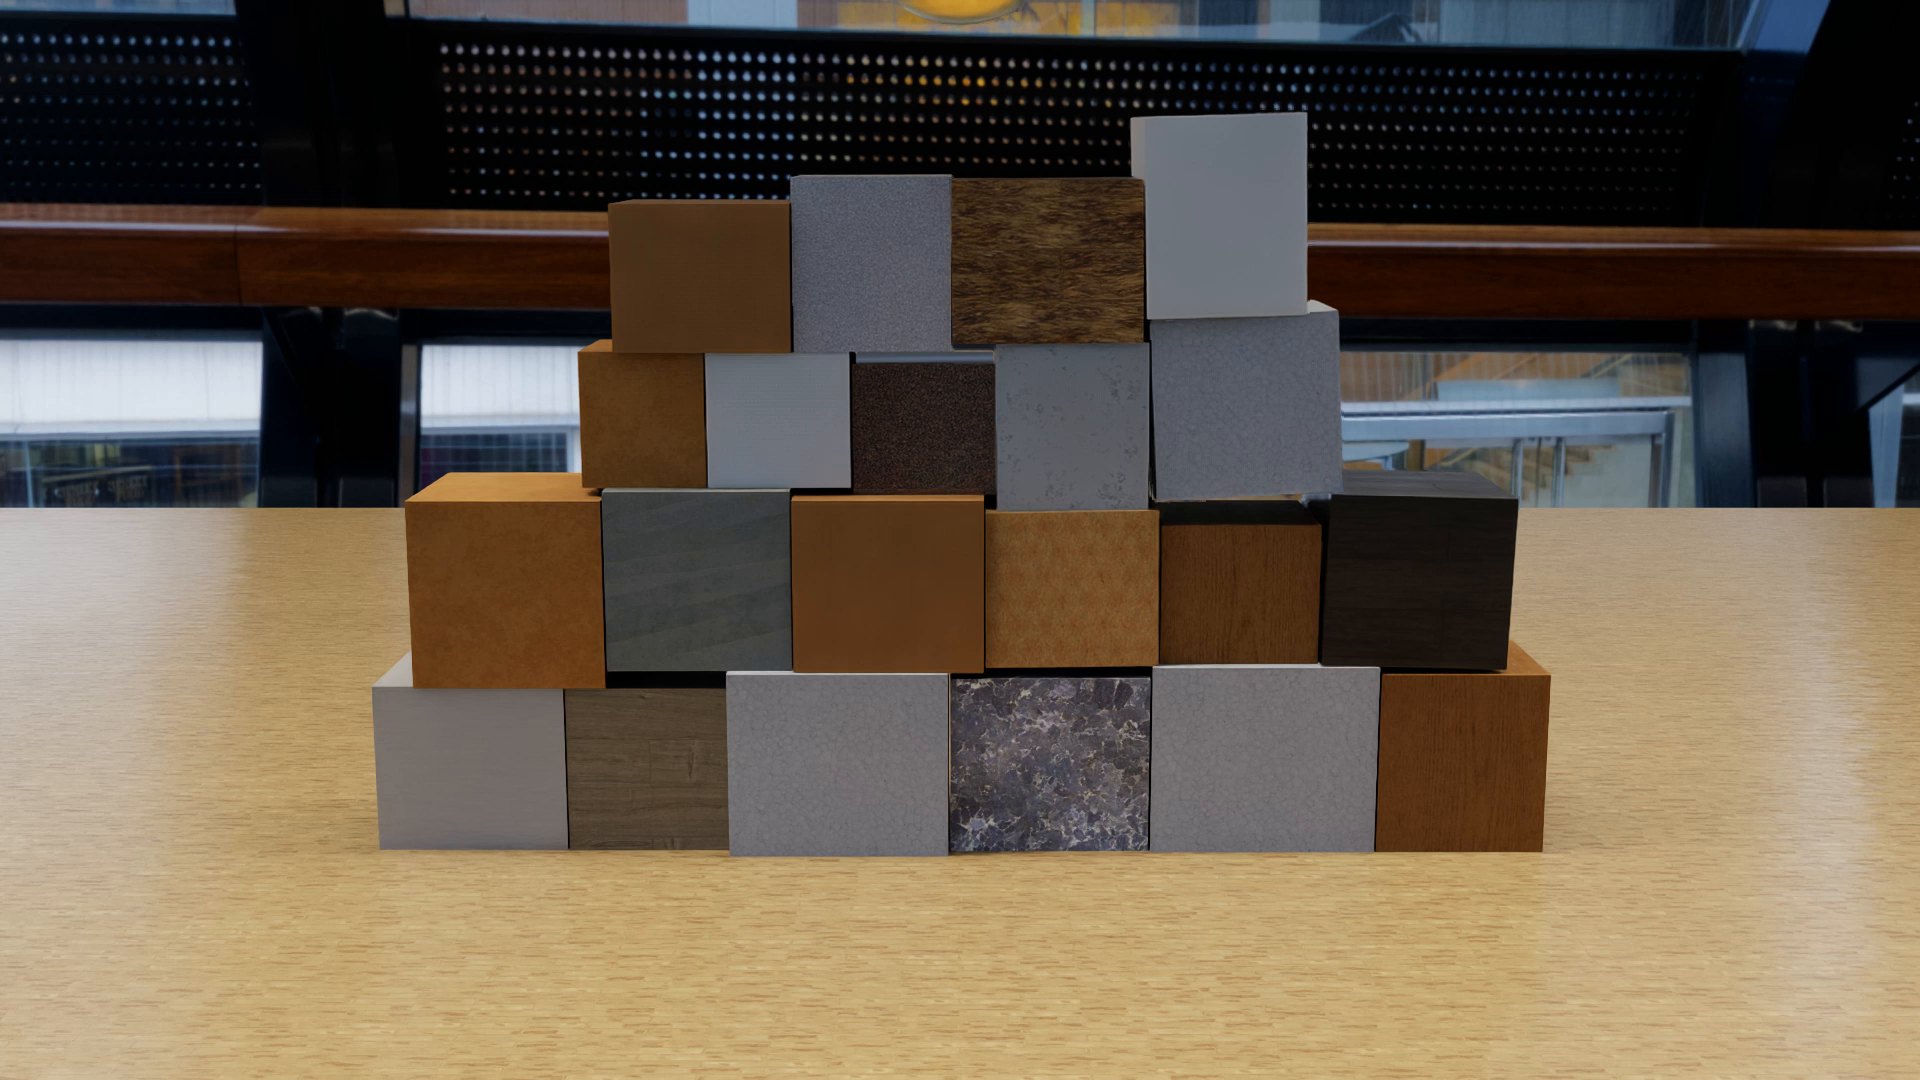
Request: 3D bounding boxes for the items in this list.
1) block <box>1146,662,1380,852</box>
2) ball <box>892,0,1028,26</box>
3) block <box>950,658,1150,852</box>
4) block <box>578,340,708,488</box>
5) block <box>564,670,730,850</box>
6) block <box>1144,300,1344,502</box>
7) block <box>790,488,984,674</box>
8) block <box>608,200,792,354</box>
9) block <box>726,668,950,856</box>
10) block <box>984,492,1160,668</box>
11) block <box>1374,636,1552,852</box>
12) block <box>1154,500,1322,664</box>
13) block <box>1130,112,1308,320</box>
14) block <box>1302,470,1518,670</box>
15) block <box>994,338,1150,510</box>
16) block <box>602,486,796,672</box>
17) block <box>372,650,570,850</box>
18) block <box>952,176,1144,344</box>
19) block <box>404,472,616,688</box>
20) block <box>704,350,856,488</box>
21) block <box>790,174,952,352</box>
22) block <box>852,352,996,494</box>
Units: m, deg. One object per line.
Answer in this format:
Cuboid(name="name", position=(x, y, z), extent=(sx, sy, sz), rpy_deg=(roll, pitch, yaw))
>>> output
Cuboid(name="block", position=(1.509, 1.008, 11.381), extent=(1.117, 0.946, 0.978), rpy_deg=(0, 10, 0))
Cuboid(name="ball", position=(0.000, -4.475, 15.606), extent=(1.600, 1.600, 1.600), rpy_deg=(0, 10, 0))
Cuboid(name="block", position=(0.446, 1.040, 11.374), extent=(0.988, 0.885, 0.911), rpy_deg=(0, 10, 0))
Cuboid(name="block", position=(-1.552, -0.646, 11.070), extent=(0.611, 0.669, 0.669), rpy_deg=(0, 10, 0))
Cuboid(name="block", position=(-1.554, 1.067, 11.369), extent=(0.800, 0.833, 0.864), rpy_deg=(0, 10, 0))
Cuboid(name="block", position=(1.395, -0.715, 11.059), extent=(0.912, 0.884, 0.760), rpy_deg=(-3, 10, 1))
Cuboid(name="block", position=(-0.350, 0.138, 11.220), extent=(0.932, 0.857, 1.054), rpy_deg=(0, 10, 0))
Cuboid(name="block", position=(-1.247, -1.325, 10.942), extent=(0.861, 0.711, 0.817), rpy_deg=(0, 10, 0))
Cuboid(name="block", position=(-0.601, 1.016, 11.383), extent=(1.086, 0.929, 1.118), rpy_deg=(0, 10, 0))
Cuboid(name="block", position=(0.548, 0.172, 11.193), extent=(0.854, 0.776, 0.831), rpy_deg=(-1, 10, 0))
Cuboid(name="block", position=(2.494, 1.028, 11.373), extent=(0.833, 0.909, 0.945), rpy_deg=(0, 10, 0))
Cuboid(name="block", position=(1.381, 0.203, 11.218), extent=(0.782, 0.696, 0.782), rpy_deg=(0, 10, 0))
Cuboid(name="block", position=(1.264, -1.616, 10.866), extent=(0.764, 0.953, 0.891), rpy_deg=(-2, 11, 0))
Cuboid(name="block", position=(2.250, 0.132, 11.195), extent=(0.913, 0.853, 0.877), rpy_deg=(1, 10, 0))
Cuboid(name="block", position=(0.548, -0.620, 11.078), extent=(0.740, 0.818, 0.820), rpy_deg=(0, 10, 0))
Cuboid(name="block", position=(-1.284, 0.124, 11.195), extent=(0.911, 0.893, 0.910), rpy_deg=(0, 10, 0))
Cuboid(name="block", position=(-2.437, 1.065, 11.356), extent=(0.946, 0.842, 0.823), rpy_deg=(0, 10, 0))
Cuboid(name="block", position=(0.421, -1.400, 10.917), extent=(0.918, 0.775, 0.841), rpy_deg=(0, 10, 0))
Cuboid(name="block", position=(-2.221, 0.188, 11.216), extent=(0.947, 0.934, 0.943), rpy_deg=(0, 10, 0))
Cuboid(name="block", position=(-0.886, -0.643, 11.049), extent=(0.701, 0.667, 0.672), rpy_deg=(0, 10, 0))
Cuboid(name="block", position=(-0.424, -1.387, 10.932), extent=(0.772, 0.836, 0.724), rpy_deg=(0, 10, 0))
Cuboid(name="block", position=(-0.175, -0.596, 11.067), extent=(0.703, 0.643, 0.644), rpy_deg=(0, 10, 0))
